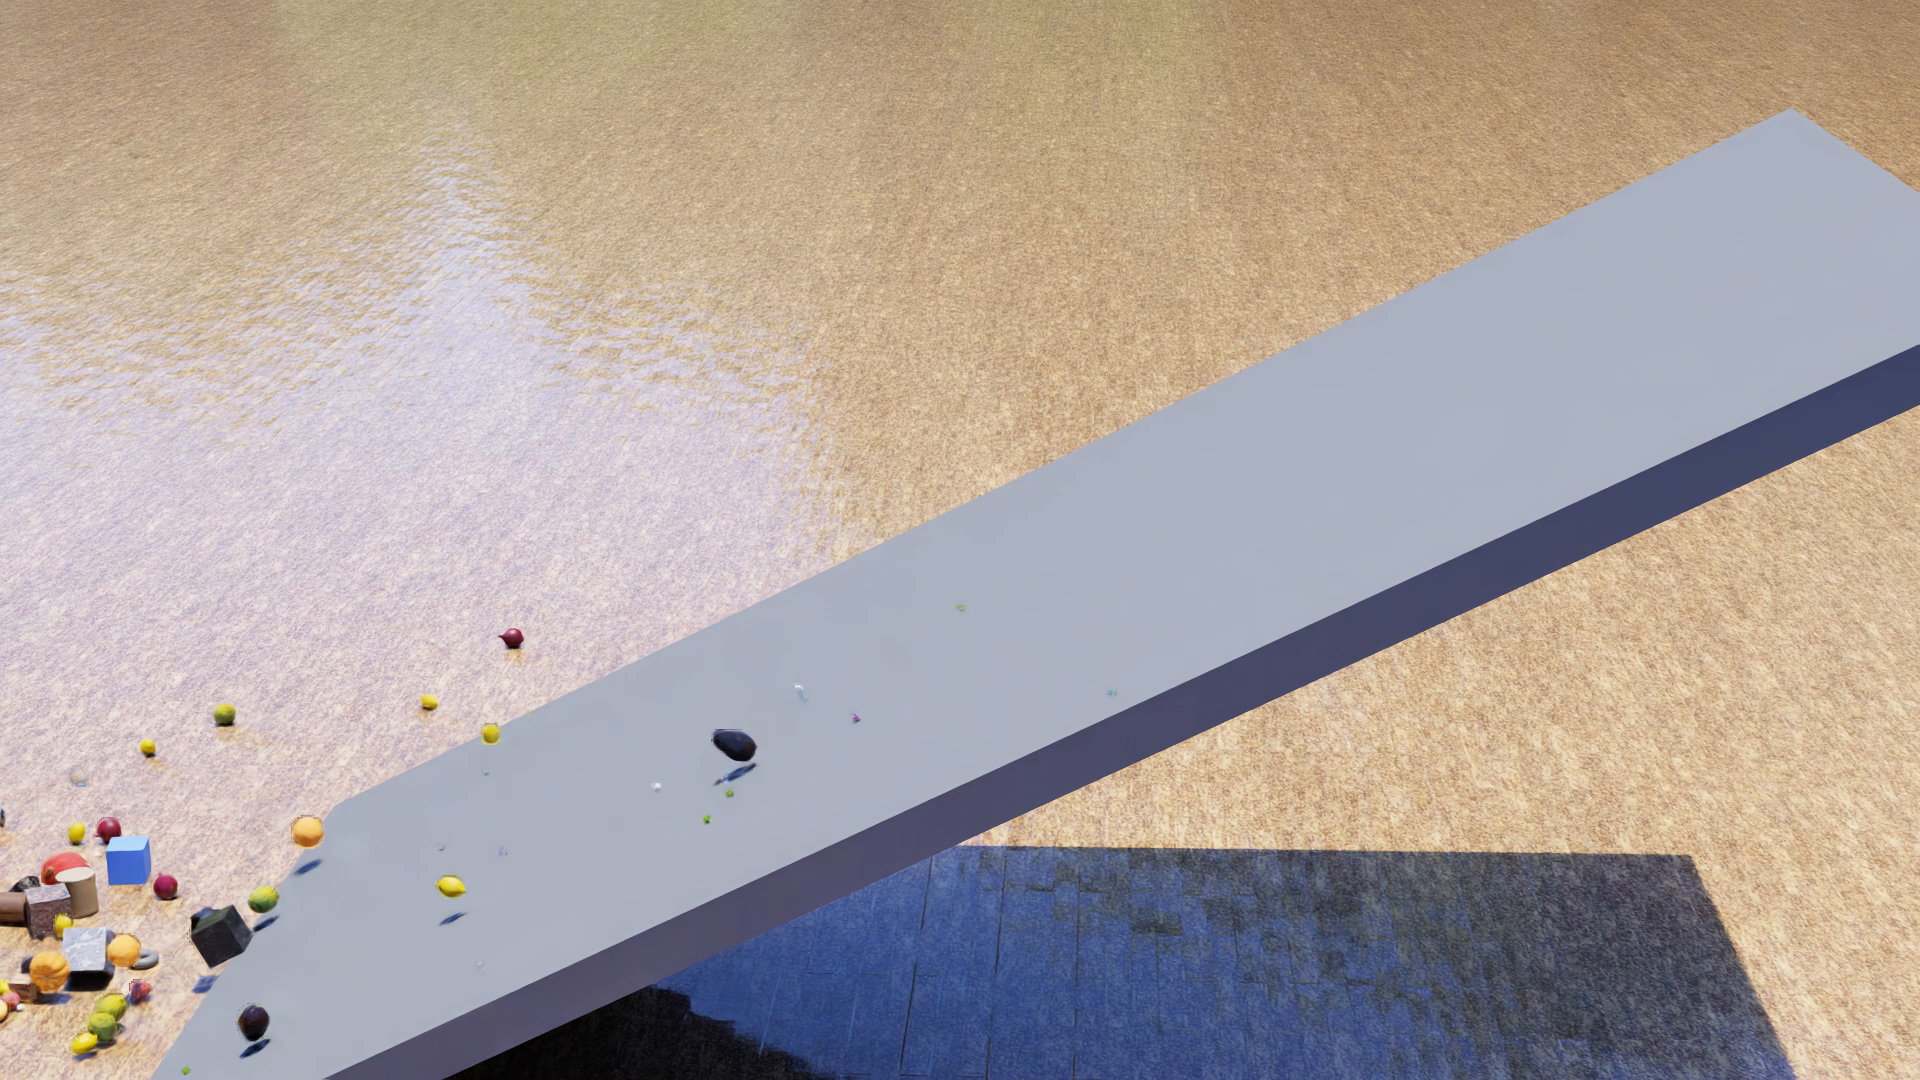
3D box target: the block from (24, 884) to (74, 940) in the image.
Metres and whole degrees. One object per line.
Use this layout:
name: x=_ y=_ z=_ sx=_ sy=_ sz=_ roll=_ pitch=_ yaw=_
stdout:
block: x=-2.180 y=0.889 z=7.039 sx=0.094 sy=0.094 sz=0.094 roll=-8 pitch=18 yaw=-24

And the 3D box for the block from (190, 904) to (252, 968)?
block: x=-1.688 y=0.905 z=6.722 sx=0.090 sy=0.090 sz=0.090 roll=-27 pitch=13 yaw=7

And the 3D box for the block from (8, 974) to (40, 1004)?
block: x=-2.125 y=1.020 z=6.680 sx=0.051 sy=0.051 sz=0.051 roll=2 pitch=17 yaw=7

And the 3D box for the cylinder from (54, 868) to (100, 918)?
cylinder: x=-2.144 y=0.856 z=7.141 sx=0.093 sy=0.093 sz=0.093 roll=-3 pitch=15 yaw=1

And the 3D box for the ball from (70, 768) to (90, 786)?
ball: x=-2.376 y=0.641 z=7.937 sx=0.051 sy=0.051 sz=0.051 roll=0 pitch=17 yaw=0

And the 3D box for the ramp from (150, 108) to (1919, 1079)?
ramp: x=0.139 y=0.168 z=6.281 sx=4.000 sy=0.100 sz=2.000 roll=-25 pitch=14 yaw=10

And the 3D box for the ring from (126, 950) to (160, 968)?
ring: x=-1.908 y=0.978 z=6.864 sx=0.075 sy=0.025 sz=0.075 roll=1 pitch=17 yaw=0

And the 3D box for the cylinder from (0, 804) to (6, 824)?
cylinder: x=-2.530 y=0.717 z=7.663 sx=0.062 sy=0.062 sz=0.062 roll=16 pitch=23 yaw=43

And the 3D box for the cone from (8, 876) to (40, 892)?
cone: x=-2.250 y=0.883 z=7.148 sx=0.096 sy=0.096 sz=0.096 roll=40 pitch=34 yaw=23

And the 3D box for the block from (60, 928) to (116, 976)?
block: x=-2.005 y=0.949 z=6.770 sx=0.098 sy=0.098 sz=0.098 roll=-1 pitch=-16 yaw=-3

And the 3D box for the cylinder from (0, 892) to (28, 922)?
cylinder: x=-2.277 y=0.885 z=7.090 sx=0.073 sy=0.073 sz=0.073 roll=2 pitch=17 yaw=6

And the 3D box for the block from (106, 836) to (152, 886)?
block: x=-2.074 y=0.800 z=7.339 sx=0.091 sy=0.091 sz=0.091 roll=-2 pitch=17 yaw=-6

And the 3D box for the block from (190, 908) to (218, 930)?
block: x=-1.788 y=0.918 z=7.003 sx=0.060 sy=0.060 sz=0.060 roll=7 pitch=18 yaw=23

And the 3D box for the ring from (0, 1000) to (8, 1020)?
ring: x=-2.184 y=1.058 z=6.586 sx=0.100 sy=0.033 sz=0.100 roll=-1 pitch=19 yaw=0
